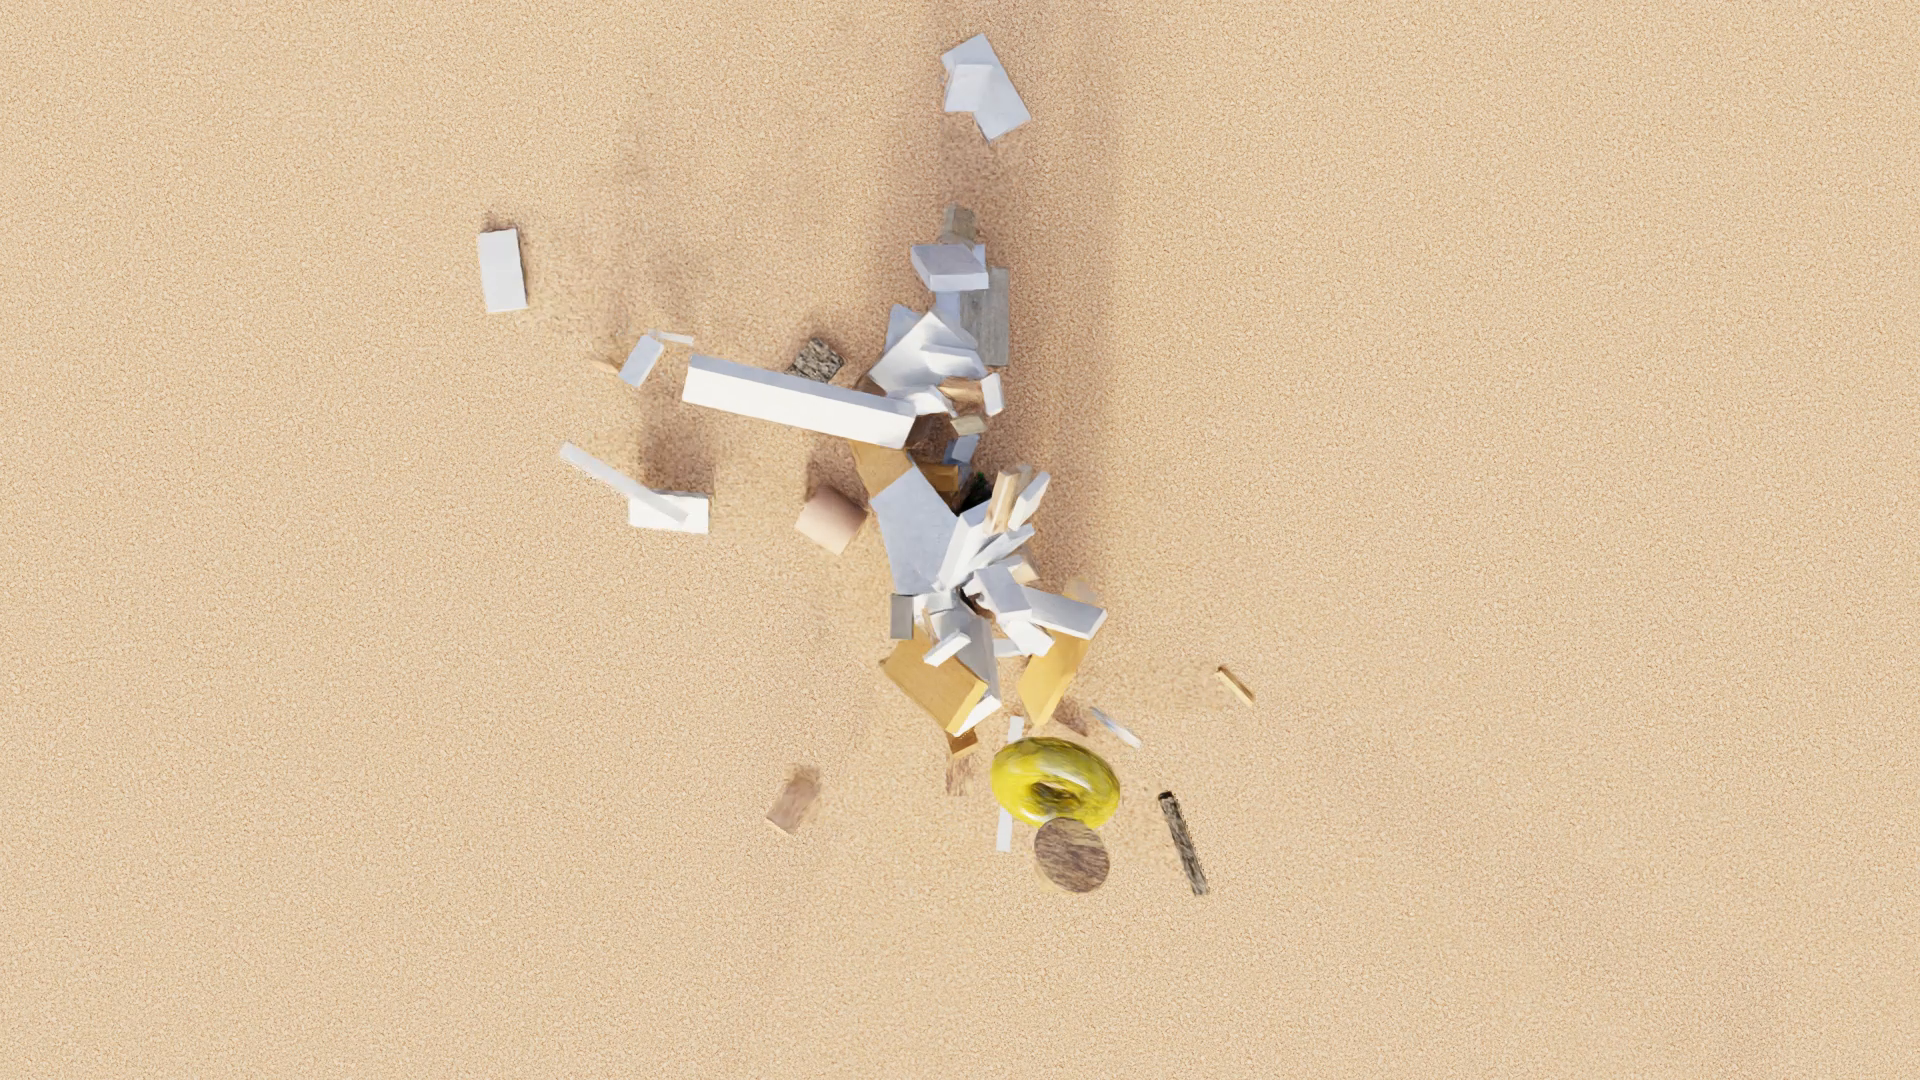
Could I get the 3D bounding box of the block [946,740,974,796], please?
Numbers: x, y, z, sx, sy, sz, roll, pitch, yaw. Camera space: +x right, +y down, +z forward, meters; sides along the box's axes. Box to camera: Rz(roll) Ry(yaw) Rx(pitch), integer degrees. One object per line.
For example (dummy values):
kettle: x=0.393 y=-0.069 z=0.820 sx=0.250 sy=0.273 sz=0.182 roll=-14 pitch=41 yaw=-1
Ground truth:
block: x=0.000 y=0.760 z=5.487 sx=0.091 sy=0.026 sz=0.182 roll=1 pitch=90 yaw=0

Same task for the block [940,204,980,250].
block: x=-0.001 y=-1.008 z=5.332 sx=0.033 sy=0.230 sz=0.115 roll=14 pitch=97 yaw=18

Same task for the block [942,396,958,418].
block: x=-0.019 y=-0.358 z=4.640 sx=0.014 sy=0.101 sz=0.050 roll=-32 pitch=132 yaw=2

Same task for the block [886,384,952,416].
block: x=-0.120 y=-0.401 z=4.758 sx=0.093 sy=0.186 sz=0.026 roll=40 pitch=61 yaw=-35

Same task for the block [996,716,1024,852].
block: x=0.166 y=0.811 z=5.494 sx=0.045 sy=0.013 sz=0.451 roll=6 pitch=90 yaw=0

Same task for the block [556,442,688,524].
block: x=-1.076 y=-0.179 z=5.255 sx=0.443 sy=0.145 sz=0.041 roll=32 pitch=81 yaw=-16

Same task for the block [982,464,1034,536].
block: x=0.121 y=-0.102 z=4.210 sx=0.027 sy=0.095 sz=0.190 roll=43 pitch=133 yaw=33

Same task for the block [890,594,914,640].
block: x=-0.164 y=0.217 z=4.651 sx=0.063 sy=0.018 sz=0.125 roll=5 pitch=103 yaw=17

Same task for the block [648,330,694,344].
block: x=-0.942 y=-0.662 z=5.363 sx=0.079 sy=0.157 sz=0.022 roll=5 pitch=98 yaw=-41

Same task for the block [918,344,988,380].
block: x=-0.019 y=-0.500 z=4.621 sx=0.186 sy=0.093 sz=0.026 roll=12 pitch=61 yaw=37

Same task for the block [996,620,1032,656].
block: x=0.170 y=0.258 z=4.650 sx=0.134 sy=0.019 sz=0.067 roll=48 pitch=125 yaw=-1

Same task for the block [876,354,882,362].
block: x=-0.180 y=-0.504 z=5.057 sx=0.167 sy=0.334 sz=0.047 roll=31 pitch=94 yaw=-4

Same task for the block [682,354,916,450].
block: x=-0.461 y=-0.394 z=4.726 sx=0.650 sy=0.173 sz=0.049 roll=12 pitch=59 yaw=-11

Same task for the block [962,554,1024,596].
block: x=0.088 y=0.097 z=4.481 sx=0.091 sy=0.182 sz=0.026 roll=-17 pitch=76 yaw=-34

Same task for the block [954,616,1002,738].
block: x=0.025 y=0.387 z=4.753 sx=0.167 sy=0.402 sz=0.047 roll=-37 pitch=117 yaw=17

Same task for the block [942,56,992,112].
block: x=0.022 y=-1.443 z=5.225 sx=0.115 sy=0.230 sz=0.033 roll=-3 pitch=68 yaw=-13

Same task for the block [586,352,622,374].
block: x=-1.162 y=-0.578 z=5.395 sx=0.079 sy=0.158 sz=0.022 roll=12 pitch=84 yaw=6

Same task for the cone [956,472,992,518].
cone: x=0.070 y=-0.120 z=5.446 sx=0.242 sy=0.242 sz=0.242 roll=0 pitch=63 yaw=0

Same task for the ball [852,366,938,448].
ball: x=-0.217 y=-0.437 z=5.355 sx=0.290 sy=0.290 sz=0.290 roll=0 pitch=90 yaw=0

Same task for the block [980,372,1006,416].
block: x=0.085 y=-0.376 z=4.266 sx=0.050 sy=0.014 sz=0.101 roll=-26 pitch=64 yaw=35

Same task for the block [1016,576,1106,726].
block: x=0.311 y=0.362 z=5.199 sx=0.043 sy=0.652 sz=0.153 roll=-12 pitch=59 yaw=-24

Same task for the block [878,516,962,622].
block: x=-0.120 y=0.066 z=4.876 sx=0.167 sy=0.047 sz=0.334 roll=-16 pitch=77 yaw=4

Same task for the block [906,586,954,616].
block: x=-0.089 y=0.174 z=4.671 sx=0.131 sy=0.018 sz=0.065 roll=-13 pitch=123 yaw=3

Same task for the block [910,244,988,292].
block: x=-0.035 y=-0.804 z=4.861 sx=0.167 sy=0.334 sz=0.047 roll=-4 pitch=115 yaw=-11

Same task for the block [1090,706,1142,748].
block: x=0.480 y=0.575 z=5.056 sx=0.027 sy=0.190 sz=0.095 roll=-51 pitch=51 yaw=1

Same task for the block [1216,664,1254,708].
block: x=0.826 y=0.436 z=4.948 sx=0.140 sy=0.067 sz=0.019 roll=46 pitch=108 yaw=-2

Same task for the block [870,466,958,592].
block: x=-0.096 y=-0.035 z=4.705 sx=0.173 sy=0.049 sz=0.346 roll=-38 pitch=61 yaw=0

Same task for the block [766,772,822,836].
block: x=-0.547 y=0.870 z=5.441 sx=0.095 sy=0.027 sz=0.190 roll=34 pitch=67 yaw=2

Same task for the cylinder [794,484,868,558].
cylinder: x=-0.419 y=-0.064 z=5.412 sx=0.176 sy=0.176 sz=0.176 roll=34 pitch=90 yaw=0

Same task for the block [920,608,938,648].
block: x=-0.082 y=0.256 z=4.619 sx=0.018 sy=0.063 sz=0.125 roll=-17 pitch=75 yaw=-1

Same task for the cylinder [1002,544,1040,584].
cylinder: x=0.177 y=0.091 z=5.361 sx=0.120 sy=0.120 sz=0.120 roll=-25 pitch=90 yaw=13

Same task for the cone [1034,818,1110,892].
cone: x=0.276 y=0.967 z=4.790 sx=0.237 sy=0.237 sz=0.237 roll=15 pitch=48 yaw=-17

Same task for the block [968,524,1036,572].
block: x=0.110 y=0.020 z=4.386 sx=0.095 sy=0.190 sz=0.027 roll=-19 pitch=75 yaw=-40

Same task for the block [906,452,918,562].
block: x=-0.143 y=-0.096 z=4.865 sx=0.145 sy=0.041 sz=0.291 roll=-29 pitch=73 yaw=0

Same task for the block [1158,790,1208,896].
block: x=0.688 y=0.934 z=5.094 sx=0.043 sy=0.153 sz=0.307 roll=-20 pitch=86 yaw=5

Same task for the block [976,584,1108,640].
block: x=0.219 y=0.184 z=4.479 sx=0.378 sy=0.026 sz=0.091 roll=16 pitch=57 yaw=37
